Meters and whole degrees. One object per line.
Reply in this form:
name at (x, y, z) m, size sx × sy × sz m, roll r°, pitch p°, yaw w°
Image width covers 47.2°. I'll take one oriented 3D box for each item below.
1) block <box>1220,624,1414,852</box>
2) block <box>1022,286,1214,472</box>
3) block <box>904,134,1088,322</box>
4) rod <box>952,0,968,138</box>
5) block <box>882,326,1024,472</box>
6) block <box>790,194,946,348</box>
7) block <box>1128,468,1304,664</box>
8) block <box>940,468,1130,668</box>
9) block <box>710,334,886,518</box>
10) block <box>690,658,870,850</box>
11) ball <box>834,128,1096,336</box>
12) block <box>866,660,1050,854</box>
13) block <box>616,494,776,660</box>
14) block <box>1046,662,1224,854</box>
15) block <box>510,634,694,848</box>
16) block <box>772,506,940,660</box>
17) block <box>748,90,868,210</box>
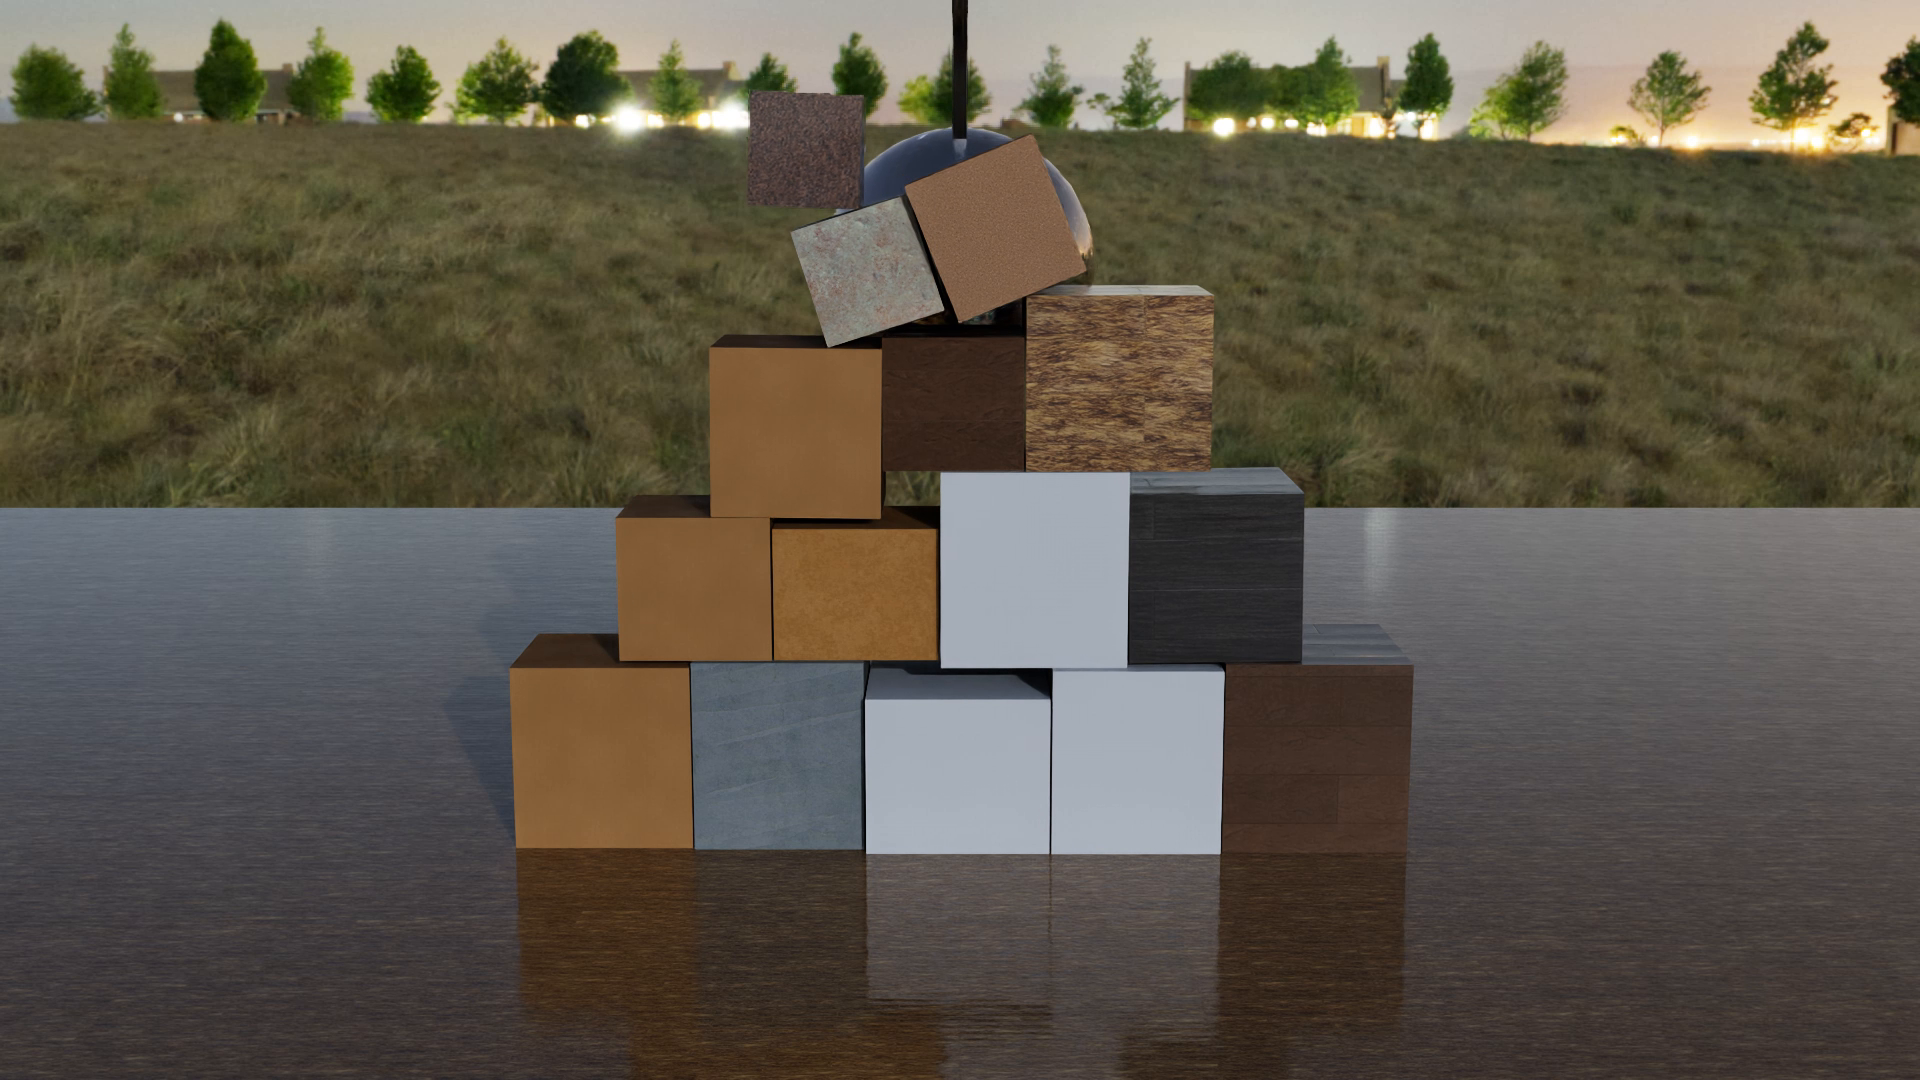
block at (1.770, 1.003, 11.356) m, size 0.923 × 0.963 × 0.936 m, roll 0°, pitch 10°, yaw 0°
block at (0.772, -0.822, 11.025) m, size 0.902 × 0.857 × 0.746 m, roll 0°, pitch 10°, yaw 0°
block at (0.172, -1.555, 10.883) m, size 0.662 × 0.701 × 0.756 m, roll -22°, pitch 10°, yaw 4°
rod at (0.000, -4.554, 11.266) m, size 0.080 × 5.200 × 0.080 m, roll 0°, pitch 31°, yaw 0°
block at (-0.033, -0.724, 11.056) m, size 0.690 × 0.652 × 0.741 m, roll 0°, pitch 10°, yaw 0°
block at (-0.446, -1.354, 10.939) m, size 0.595 × 0.585 × 0.626 m, roll -17°, pitch 10°, yaw 3°
block at (1.258, 0.113, 11.219) m, size 0.854 × 0.839 × 0.876 m, roll -1°, pitch 10°, yaw 0°
block at (0.366, 0.075, 11.210) m, size 0.920 × 0.974 × 0.875 m, roll 0°, pitch 10°, yaw 0°
block at (-0.801, -0.582, 11.070) m, size 0.835 × 0.833 × 0.723 m, roll 1°, pitch 10°, yaw 0°
block at (-0.904, 1.005, 11.362) m, size 0.853 × 0.958 × 0.848 m, roll 0°, pitch 10°, yaw 0°
ball at (0.000, -1.625, 12.993) m, size 1.600 × 1.600 × 1.600 m, roll 0°, pitch 10°, yaw 0°
block at (-0.011, 1.087, 11.372) m, size 0.913 × 0.791 × 0.979 m, roll 0°, pitch 10°, yaw 0°
block at (-1.312, 0.182, 11.197) m, size 0.756 × 0.720 × 0.707 m, roll 0°, pitch 10°, yaw 0°
block at (0.877, 1.018, 11.356) m, size 0.843 × 0.934 × 0.981 m, roll 0°, pitch 10°, yaw 0°
block at (-1.786, 1.022, 11.347) m, size 0.891 × 0.930 × 0.775 m, roll 0°, pitch 10°, yaw 0°
block at (-0.514, 0.209, 11.213) m, size 0.820 × 0.661 × 0.703 m, roll 0°, pitch 10°, yaw 0°
block at (-0.748, -1.922, 10.836) m, size 0.541 × 0.543 × 0.489 m, roll 3°, pitch 10°, yaw -1°
